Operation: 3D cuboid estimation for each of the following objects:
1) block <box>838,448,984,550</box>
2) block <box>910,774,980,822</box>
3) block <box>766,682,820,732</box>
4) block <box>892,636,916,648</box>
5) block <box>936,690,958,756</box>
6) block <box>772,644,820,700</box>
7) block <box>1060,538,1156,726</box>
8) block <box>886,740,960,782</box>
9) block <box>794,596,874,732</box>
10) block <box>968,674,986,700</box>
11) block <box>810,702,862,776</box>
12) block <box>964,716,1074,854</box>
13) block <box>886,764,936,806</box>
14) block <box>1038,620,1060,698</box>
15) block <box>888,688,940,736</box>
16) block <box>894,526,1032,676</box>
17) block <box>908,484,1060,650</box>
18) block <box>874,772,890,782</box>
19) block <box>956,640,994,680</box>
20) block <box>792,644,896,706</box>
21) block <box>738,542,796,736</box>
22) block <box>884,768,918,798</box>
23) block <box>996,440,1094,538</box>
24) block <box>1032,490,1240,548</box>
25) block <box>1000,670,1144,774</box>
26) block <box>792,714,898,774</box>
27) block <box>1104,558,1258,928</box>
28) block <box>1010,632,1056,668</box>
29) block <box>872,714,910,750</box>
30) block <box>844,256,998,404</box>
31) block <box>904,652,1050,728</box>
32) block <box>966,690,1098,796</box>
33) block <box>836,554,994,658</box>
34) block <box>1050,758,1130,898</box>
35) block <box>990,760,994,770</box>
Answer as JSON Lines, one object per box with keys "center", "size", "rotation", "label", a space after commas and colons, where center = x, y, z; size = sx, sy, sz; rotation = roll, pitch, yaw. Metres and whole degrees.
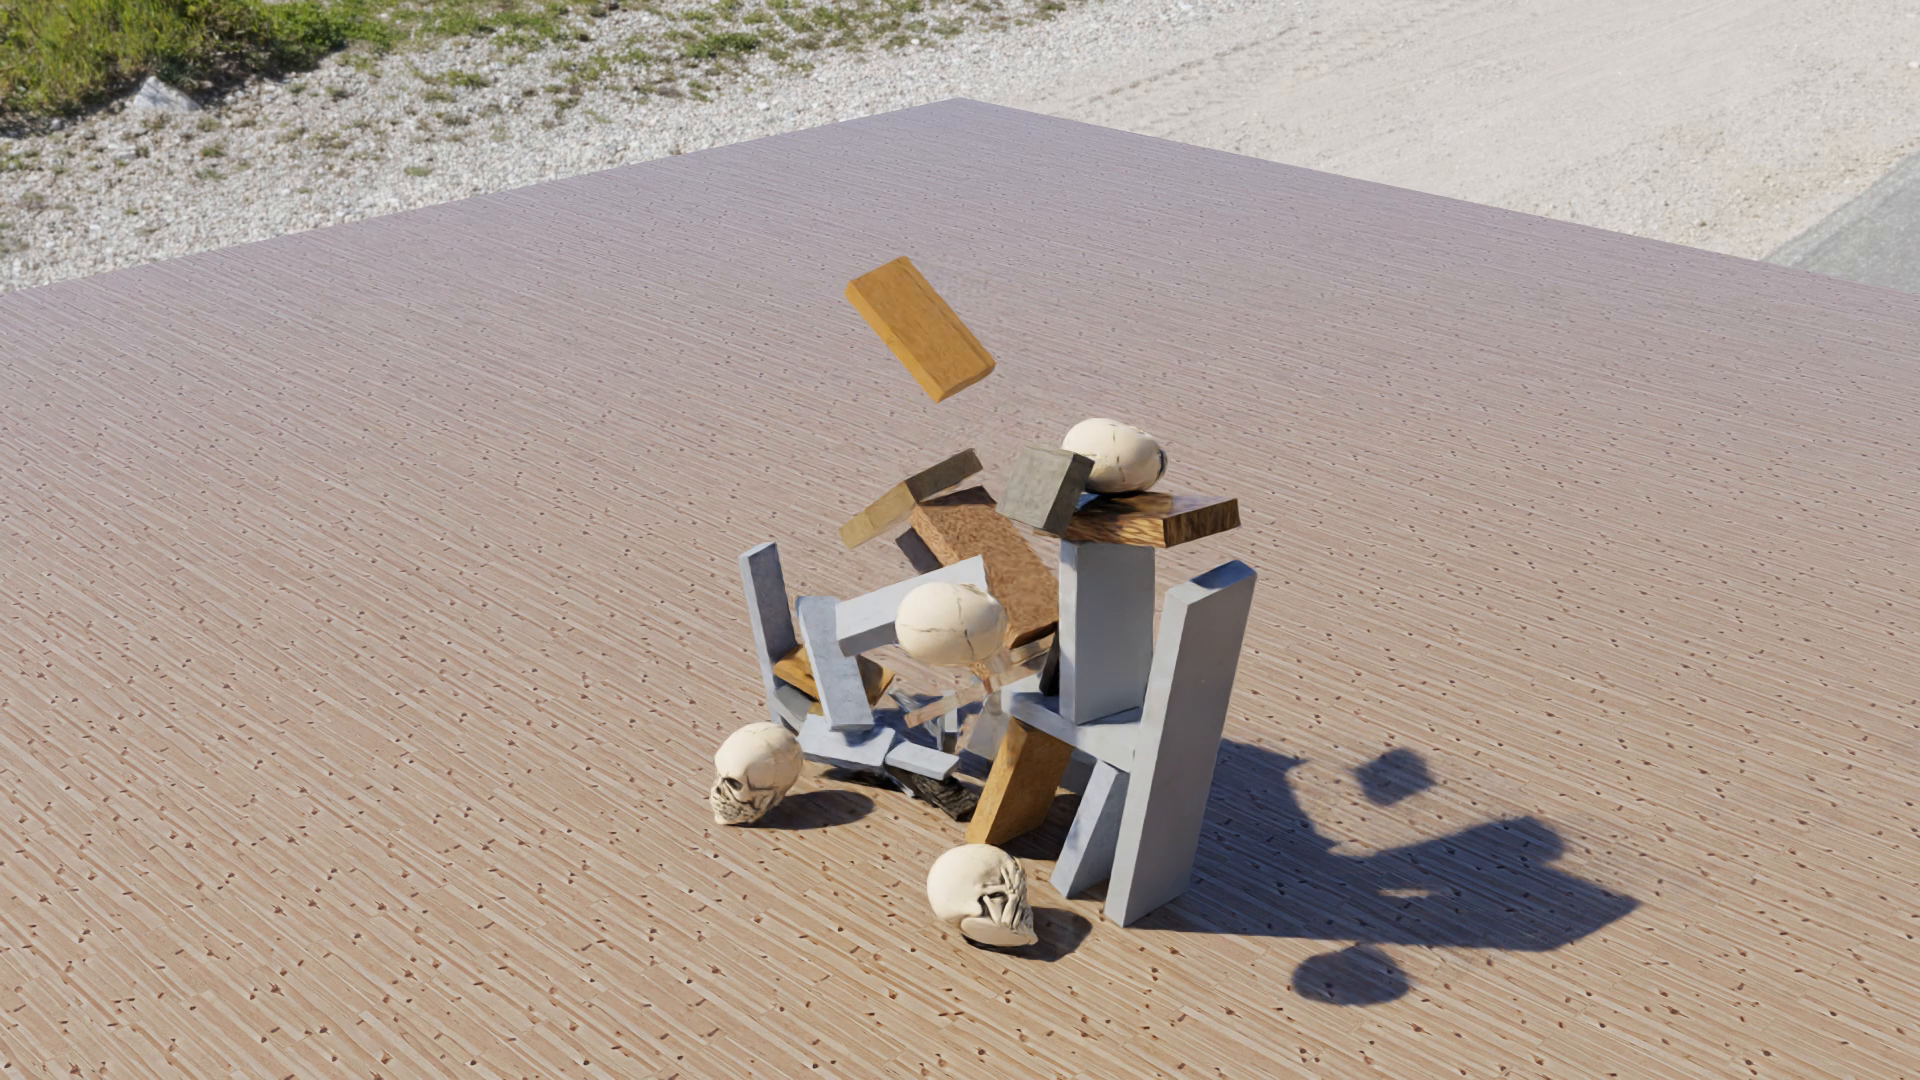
{"center": [-0.103, -0.080, 4.426], "size": [0.171, 0.048, 0.341], "rotation": [-27, -3, -30], "label": "block"}
{"center": [-0.028, 0.512, 4.474], "size": [0.069, 0.020, 0.138], "rotation": [-24, 49, -38], "label": "block"}
{"center": [-0.315, 0.383, 4.704], "size": [0.187, 0.027, 0.094], "rotation": [43, 37, 12], "label": "block"}
{"center": [-0.194, 0.186, 4.797], "size": [0.184, 0.092, 0.026], "rotation": [11, 65, 9], "label": "block"}
{"center": [-0.026, 0.392, 4.579], "size": [0.026, 0.184, 0.092], "rotation": [0, 63, -6], "label": "block"}
{"center": [-0.296, 0.297, 4.707], "size": [0.187, 0.027, 0.094], "rotation": [29, 39, 16], "label": "block"}
{"center": [0.266, 0.147, 3.982], "size": [0.175, 0.350, 0.050], "rotation": [-14, 25, -30], "label": "block"}
{"center": [-0.076, 0.453, 4.511], "size": [0.138, 0.020, 0.069], "rotation": [14, 30, 27], "label": "block"}
{"center": [-0.266, 0.259, 4.628], "size": [0.092, 0.026, 0.331], "rotation": [-1, 52, -24], "label": "block"}
{"center": [0.086, 0.292, 4.757], "size": [0.125, 0.018, 0.063], "rotation": [-34, 81, -22], "label": "block"}
{"center": [-0.231, 0.409, 4.664], "size": [0.094, 0.027, 0.187], "rotation": [-16, 53, -34], "label": "block"}
{"center": [0.131, 0.451, 4.268], "size": [0.170, 0.340, 0.048], "rotation": [-19, 52, -39], "label": "block"}
{"center": [-0.080, 0.489, 4.523], "size": [0.138, 0.020, 0.069], "rotation": [34, 42, 27], "label": "block"}
{"center": [0.212, 0.204, 4.060], "size": [0.095, 0.191, 0.027], "rotation": [-14, 47, -30], "label": "block"}
{"center": [-0.094, 0.353, 4.522], "size": [0.018, 0.125, 0.063], "rotation": [-45, 6, -10], "label": "block"}
{"center": [0.046, 0.095, 4.454], "size": [0.171, 0.363, 0.048], "rotation": [-37, -3, 9], "label": "block"}
{"center": [0.067, 0.050, 4.244], "size": [0.171, 0.048, 0.341], "rotation": [-17, 59, -39], "label": "block"}
{"center": [-0.176, 0.448, 4.610], "size": [0.063, 0.018, 0.127], "rotation": [-22, 56, -37], "label": "block"}
{"center": [0.058, 0.266, 4.705], "size": [0.125, 0.063, 0.018], "rotation": [37, 21, 17], "label": "block"}
{"center": [-0.247, 0.274, 4.686], "size": [0.196, 0.028, 0.098], "rotation": [26, 36, 8], "label": "block"}
{"center": [-0.398, 0.213, 4.737], "size": [0.028, 0.410, 0.098], "rotation": [1, 20, 34], "label": "block"}
{"center": [-0.115, 0.480, 4.558], "size": [0.063, 0.018, 0.127], "rotation": [-22, 47, -37], "label": "block"}
{"center": [0.147, -0.092, 3.846], "size": [0.040, 0.141, 0.282], "rotation": [23, 0, -17], "label": "block"}
{"center": [0.303, -0.040, 3.852], "size": [0.175, 0.050, 0.350], "rotation": [-15, 13, -35], "label": "block"}
{"center": [0.254, 0.326, 4.074], "size": [0.170, 0.048, 0.340], "rotation": [-19, 29, -39], "label": "block"}
{"center": [-0.239, 0.423, 4.565], "size": [0.196, 0.028, 0.098], "rotation": [9, 49, 18], "label": "block"}
{"center": [0.388, 0.375, 3.930], "size": [0.175, 0.738, 0.050], "rotation": [-22, 43, -36], "label": "block"}
{"center": [0.181, 0.192, 4.173], "size": [0.095, 0.027, 0.191], "rotation": [-20, -6, -31], "label": "block"}
{"center": [-0.173, 0.410, 4.610], "size": [0.127, 0.018, 0.063], "rotation": [32, 43, 33], "label": "block"}
{"center": [-0.075, -0.398, 4.137], "size": [0.141, 0.040, 0.282], "rotation": [-31, 74, -34], "label": "block"}
{"center": [0.094, 0.268, 4.266], "size": [0.422, 0.027, 0.095], "rotation": [-24, -5, 14], "label": "block"}
{"center": [0.220, 0.415, 4.417], "size": [0.381, 0.162, 0.046], "rotation": [22, 21, -1], "label": "block"}
{"center": [-0.083, 0.119, 3.947], "size": [0.282, 0.040, 0.141], "rotation": [-19, 25, 5], "label": "block"}
{"center": [0.289, 0.514, 4.119], "size": [0.170, 0.340, 0.048], "rotation": [-18, 50, -37], "label": "block"}
{"center": [0.222, 0.426, 4.540], "size": [0.325, 0.162, 0.046], "rotation": [6, 42, 13], "label": "block"}
